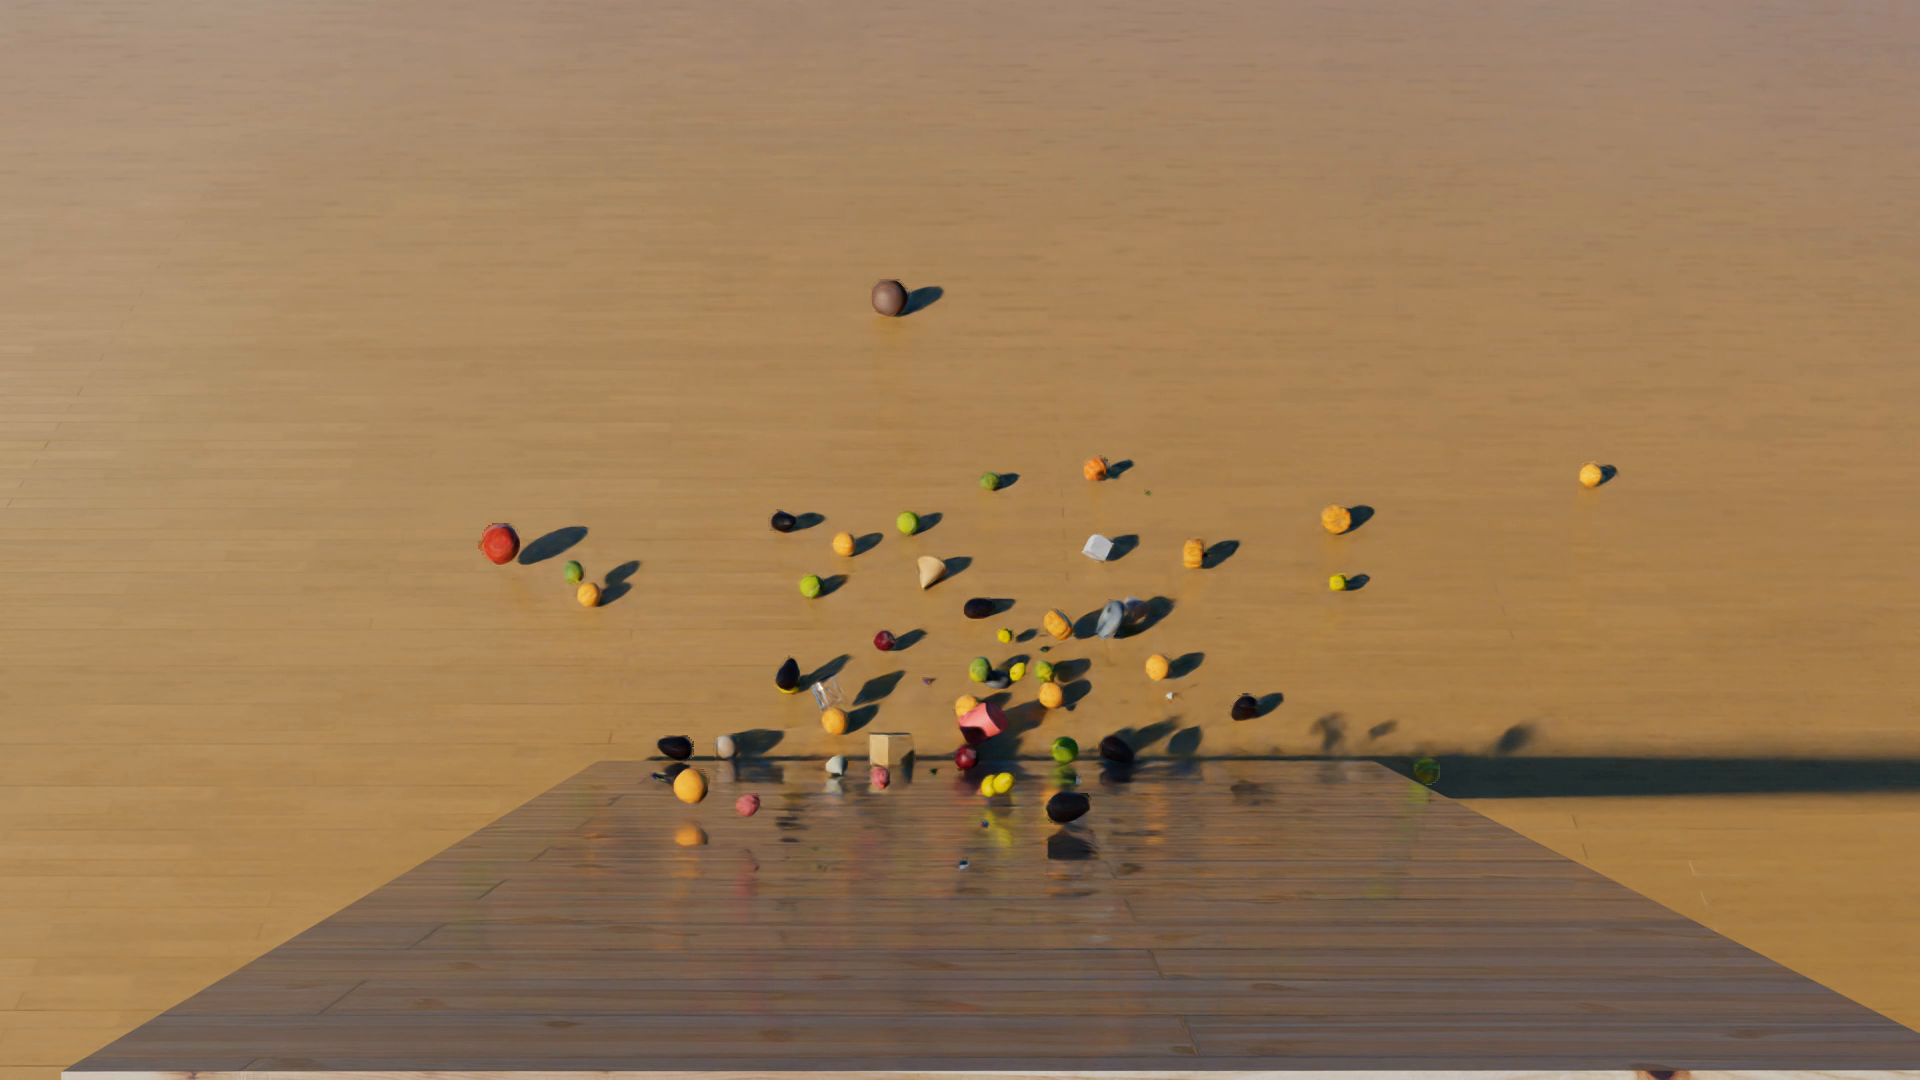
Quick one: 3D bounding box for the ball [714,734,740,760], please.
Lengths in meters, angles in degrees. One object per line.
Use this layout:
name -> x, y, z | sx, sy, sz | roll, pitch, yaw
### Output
ball -> -0.609, 0.540, 6.767 | 0.065, 0.065, 0.065 | 0, 31, 0

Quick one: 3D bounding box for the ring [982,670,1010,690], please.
ring -> 0.100, 0.385, 7.131 | 0.075, 0.025, 0.075 | 5, 30, -3

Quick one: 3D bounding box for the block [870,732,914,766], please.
block -> -0.174, 0.529, 6.542 | 0.079, 0.079, 0.079 | 0, 0, -36

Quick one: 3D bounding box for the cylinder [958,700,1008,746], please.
cylinder -> 0.061, 0.485, 6.847 | 0.092, 0.092, 0.092 | -33, 22, 23

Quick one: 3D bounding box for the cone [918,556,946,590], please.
cone -> -0.096, 0.111, 7.565 | 0.091, 0.091, 0.091 | 11, 54, 18

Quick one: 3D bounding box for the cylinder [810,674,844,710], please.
cylinder -> -0.355, 0.406, 6.925 | 0.070, 0.070, 0.070 | -21, 80, -31

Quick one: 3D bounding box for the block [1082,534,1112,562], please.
block -> 0.407, 0.023, 7.668 | 0.057, 0.057, 0.057 | 31, 73, -13

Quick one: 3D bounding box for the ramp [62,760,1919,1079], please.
ramp -> 0.069, 0.610, 4.679 | 2.000, 0.100, 4.000 | 0, 0, 0

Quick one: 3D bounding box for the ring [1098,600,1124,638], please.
ring -> 0.423, 0.224, 7.275 | 0.039, 0.118, 0.118 | 25, 28, -13

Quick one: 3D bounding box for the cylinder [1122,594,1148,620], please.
cylinder -> 0.499, 0.192, 7.388 | 0.052, 0.052, 0.052 | -20, 40, -30
